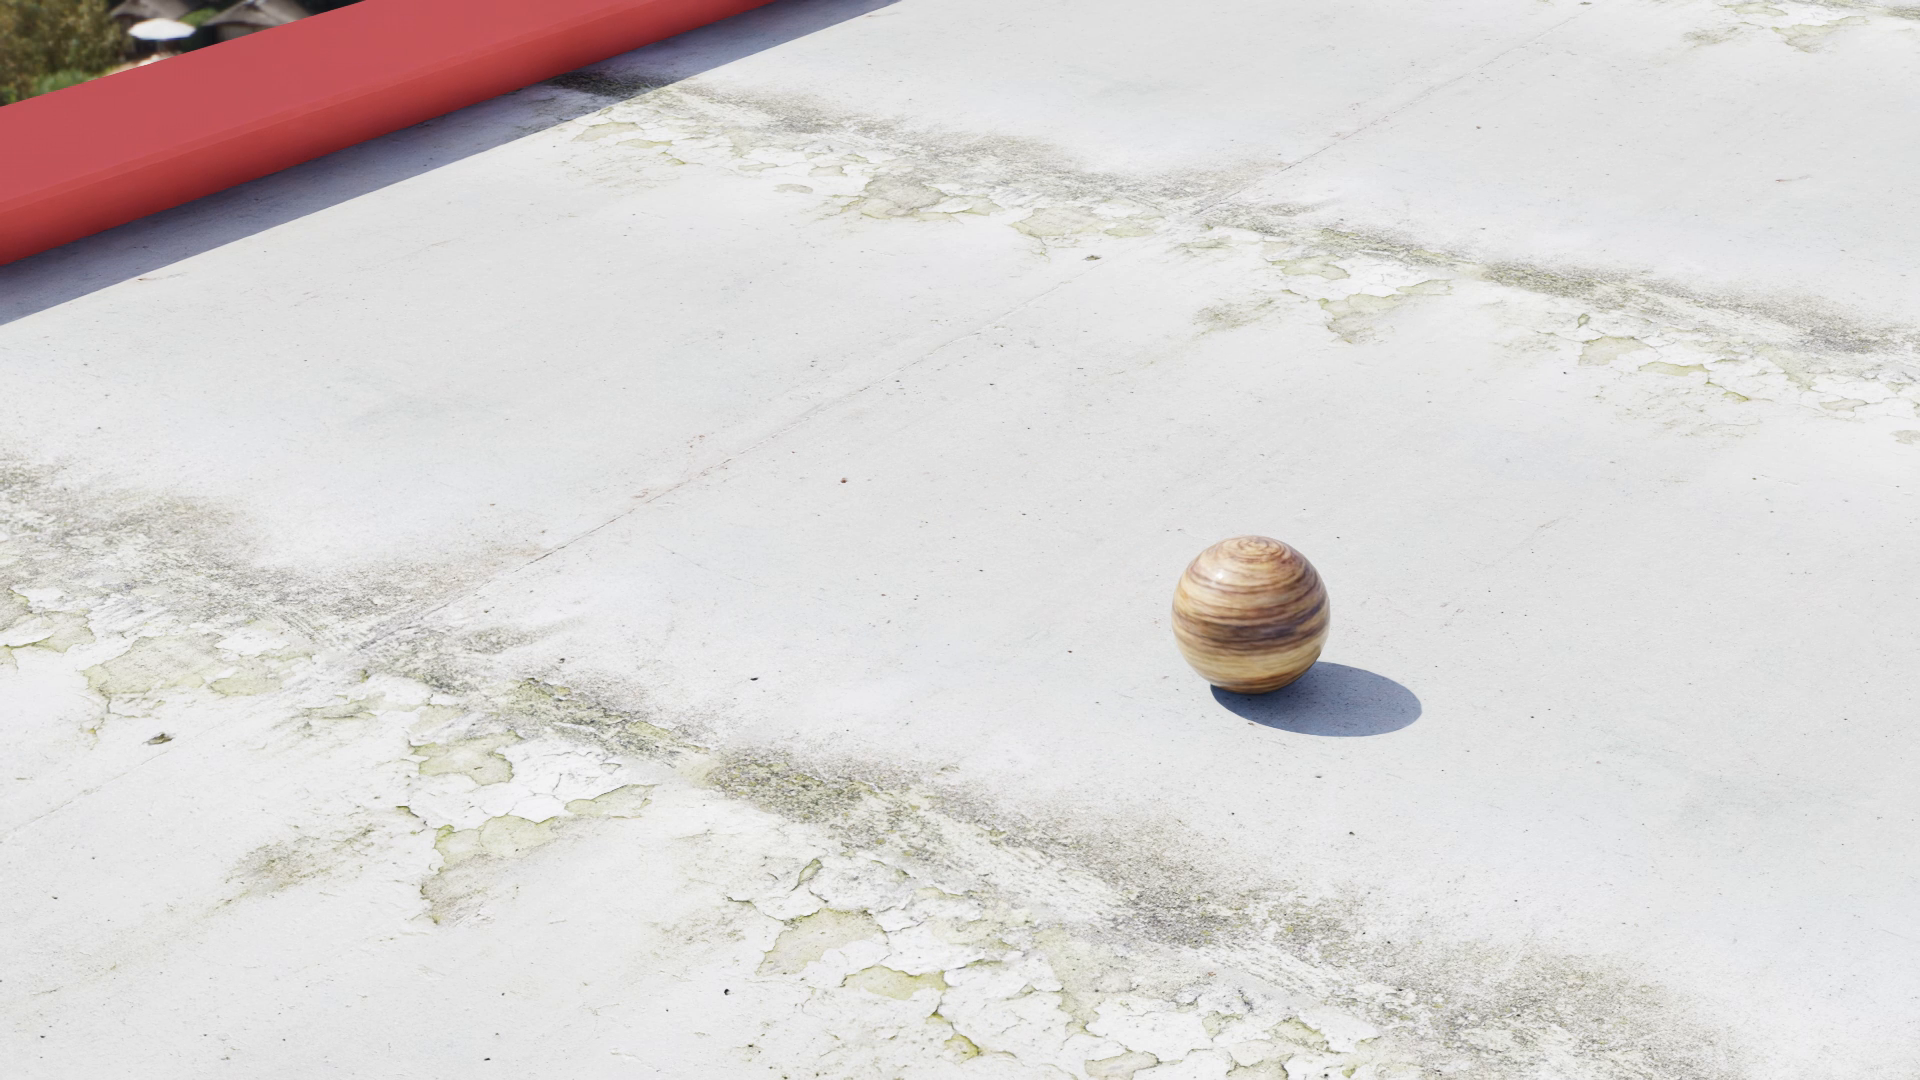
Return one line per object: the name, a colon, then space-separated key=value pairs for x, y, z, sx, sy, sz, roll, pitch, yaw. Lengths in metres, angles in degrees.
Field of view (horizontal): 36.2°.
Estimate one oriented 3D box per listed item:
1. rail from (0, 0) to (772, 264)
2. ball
rail: x=-0.294 y=-0.568 z=2.998 sx=0.045 sy=0.127 sz=3.634 roll=16 pitch=29 yaw=31
ball: x=0.170 y=0.044 z=1.719 sx=0.093 sy=0.093 sz=0.093 roll=0 pitch=25 yaw=0
